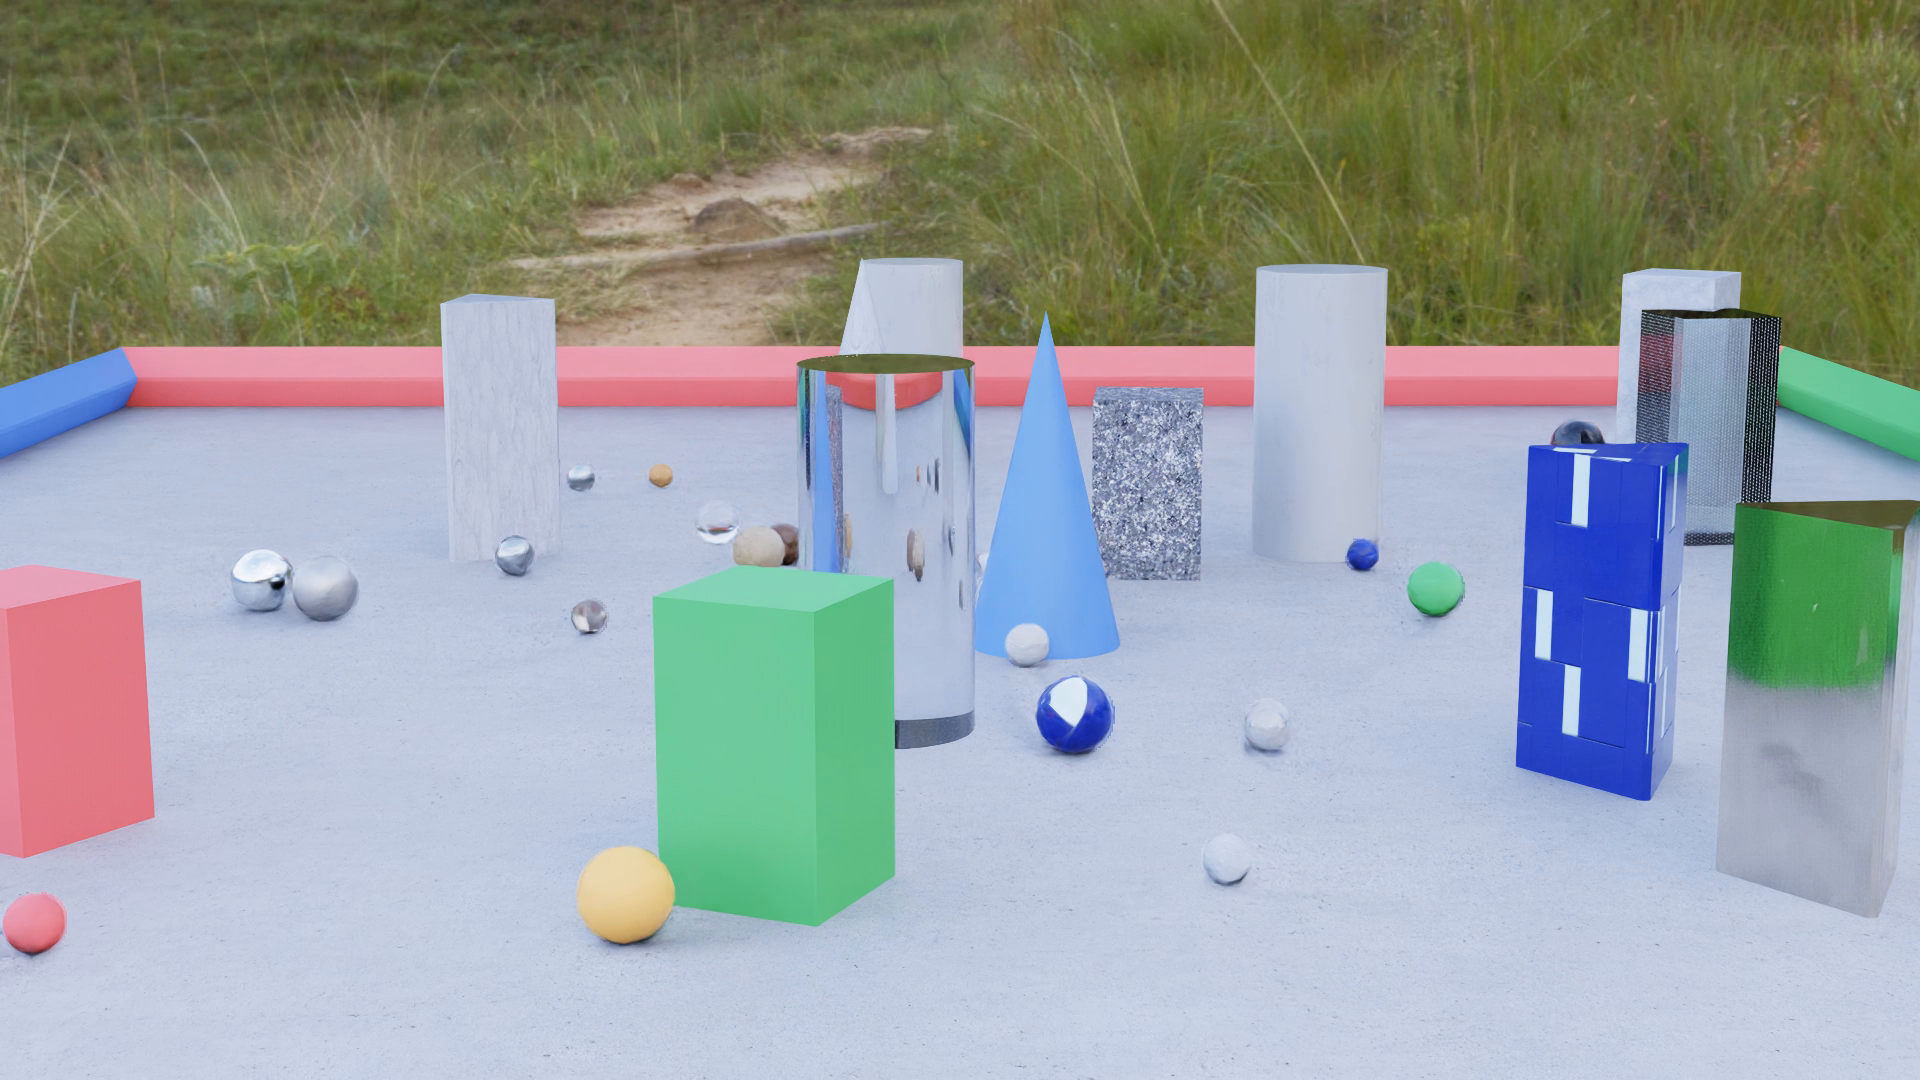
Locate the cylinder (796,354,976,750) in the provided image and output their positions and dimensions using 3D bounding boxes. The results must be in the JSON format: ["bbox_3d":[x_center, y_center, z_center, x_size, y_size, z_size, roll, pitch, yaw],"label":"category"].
[{"bbox_3d":[-0.080,0.008,2.819,0.194,0.406,0.194,0,11,0],"label":"cylinder"}]

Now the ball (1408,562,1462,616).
[{"bbox_3d":[0.634,0.065,3.425,0.073,0.073,0.073,0,11,0],"label":"ball"}]

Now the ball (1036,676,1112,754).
[{"bbox_3d":[0.122,0.187,2.744,0.082,0.082,0.082,0,11,0],"label":"ball"}]

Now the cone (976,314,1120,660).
[{"bbox_3d":[0.107,-0.078,3.231,0.194,0.424,0.194,0,11,0],"label":"cone"}]

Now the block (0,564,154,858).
[{"bbox_3d":[-0.895,0.160,2.466,0.156,0.237,0.156,6,12,31],"label":"block"}]

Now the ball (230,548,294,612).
[{"bbox_3d":[-0.939,0.054,3.453,0.085,0.085,0.085,0,11,0],"label":"ball"}]

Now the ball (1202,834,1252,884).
[{"bbox_3d":[0.240,0.287,2.309,0.045,0.045,0.045,0,11,0],"label":"ball"}]

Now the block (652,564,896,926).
[{"bbox_3d":[-0.162,0.177,2.269,0.156,0.275,0.156,5,11,24],"label":"block"}]

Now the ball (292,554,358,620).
[{"bbox_3d":[-0.842,0.063,3.401,0.086,0.086,0.086,0,11,0],"label":"ball"}]

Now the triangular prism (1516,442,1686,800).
[{"bbox_3d":[0.694,0.074,2.646,0.146,0.339,0.168,-8,13,-36],"label":"triangular prism"}]

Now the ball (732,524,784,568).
[{"bbox_3d":[-0.289,0.016,3.687,0.075,0.075,0.075,0,11,0],"label":"ball"}]

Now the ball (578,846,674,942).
[{"bbox_3d":[-0.280,0.297,2.153,0.081,0.081,0.081,0,11,0],"label":"ball"}]

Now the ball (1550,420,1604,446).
[{"bbox_3d":[1.111,-0.169,4.621,0.097,0.097,0.097,0,11,0],"label":"ball"}]

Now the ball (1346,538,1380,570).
[{"bbox_3d":[0.587,0.021,3.735,0.047,0.047,0.047,0,11,0],"label":"ball"}]

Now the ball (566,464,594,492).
[{"bbox_3d":[-0.653,-0.107,4.419,0.048,0.048,0.048,0,11,0],"label":"ball"}]

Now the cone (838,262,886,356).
[{"bbox_3d":[-0.171,-0.301,4.523,0.194,0.392,0.194,0,11,0],"label":"cone"}]

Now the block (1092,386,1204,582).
[{"bbox_3d":[0.273,-0.084,3.720,0.156,0.258,0.156,1,11,5],"label":"block"}]

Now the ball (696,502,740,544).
[{"bbox_3d":[-0.372,-0.026,3.932,0.067,0.067,0.067,0,11,0],"label":"ball"}]

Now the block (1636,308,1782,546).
[{"bbox_3d":[1.154,-0.177,3.977,0.156,0.348,0.156,-2,11,-9],"label":"block"}]

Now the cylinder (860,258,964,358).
[{"bbox_3d":[-0.091,-0.346,4.855,0.194,0.360,0.194,0,11,0],"label":"cylinder"}]

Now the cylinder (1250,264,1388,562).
[{"bbox_3d":[0.538,-0.194,3.853,0.194,0.426,0.194,0,11,0],"label":"cylinder"}]

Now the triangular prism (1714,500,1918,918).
[{"bbox_3d":[0.800,0.139,2.293,0.146,0.340,0.168,-7,13,-35],"label":"triangular prism"}]

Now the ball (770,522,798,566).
[{"bbox_3d":[-0.259,0.007,3.766,0.064,0.064,0.064,0,11,0],"label":"ball"}]

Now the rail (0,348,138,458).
[{"bbox_3d":[-1.765,0.034,3.439,0.045,0.126,4.227,0,11,0],"label":"rail"}]

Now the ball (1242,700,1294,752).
[{"bbox_3d":[0.331,0.199,2.754,0.055,0.055,0.055,0,11,0],"label":"ball"}]

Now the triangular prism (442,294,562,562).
[{"bbox_3d":[-0.708,-0.174,3.867,0.168,0.382,0.146,-5,12,-25],"label":"triangular prism"}]

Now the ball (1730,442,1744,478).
[{"bbox_3d":[1.360,-0.143,4.564,0.067,0.067,0.067,0,11,0],"label":"ball"}]

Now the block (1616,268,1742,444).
[{"bbox_3d":[1.228,-0.269,4.395,0.156,0.376,0.156,7,12,32],"label":"block"}]

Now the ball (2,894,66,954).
[{"bbox_3d":[-0.768,0.318,2.128,0.050,0.050,0.050,0,11,0],"label":"ball"}]

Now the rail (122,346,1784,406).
[{"bbox_3d":[-0.012,-0.349,5.504,3.577,0.126,0.045,0,11,0],"label":"rail"}]

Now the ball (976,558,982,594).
[{"bbox_3d":[-0.014,0.046,3.253,0.084,0.084,0.084,0,11,0],"label":"ball"}]

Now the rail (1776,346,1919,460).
[{"bbox_3d":[1.765,0.031,3.459,0.045,0.126,4.227,0,11,0],"label":"rail"}]

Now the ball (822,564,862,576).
[{"bbox_3d":[-0.159,0.067,3.423,0.070,0.070,0.070,0,11,0],"label":"ball"}]

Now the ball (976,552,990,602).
[{"bbox_3d":[0.045,0.053,3.482,0.076,0.076,0.076,0,11,0],"label":"ball"}]

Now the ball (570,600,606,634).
[{"bbox_3d":[-0.480,0.099,3.318,0.045,0.045,0.045,0,11,0],"label":"ball"}]

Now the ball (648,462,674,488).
[{"bbox_3d":[-0.521,-0.113,4.467,0.043,0.043,0.043,0,11,0],"label":"ball"}]

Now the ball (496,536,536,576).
[{"bbox_3d":[-0.642,0.023,3.701,0.057,0.057,0.057,0,11,0],"label":"ball"}]

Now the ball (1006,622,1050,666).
[{"bbox_3d":[0.083,0.128,3.138,0.054,0.054,0.054,0,11,0],"label":"ball"}]
